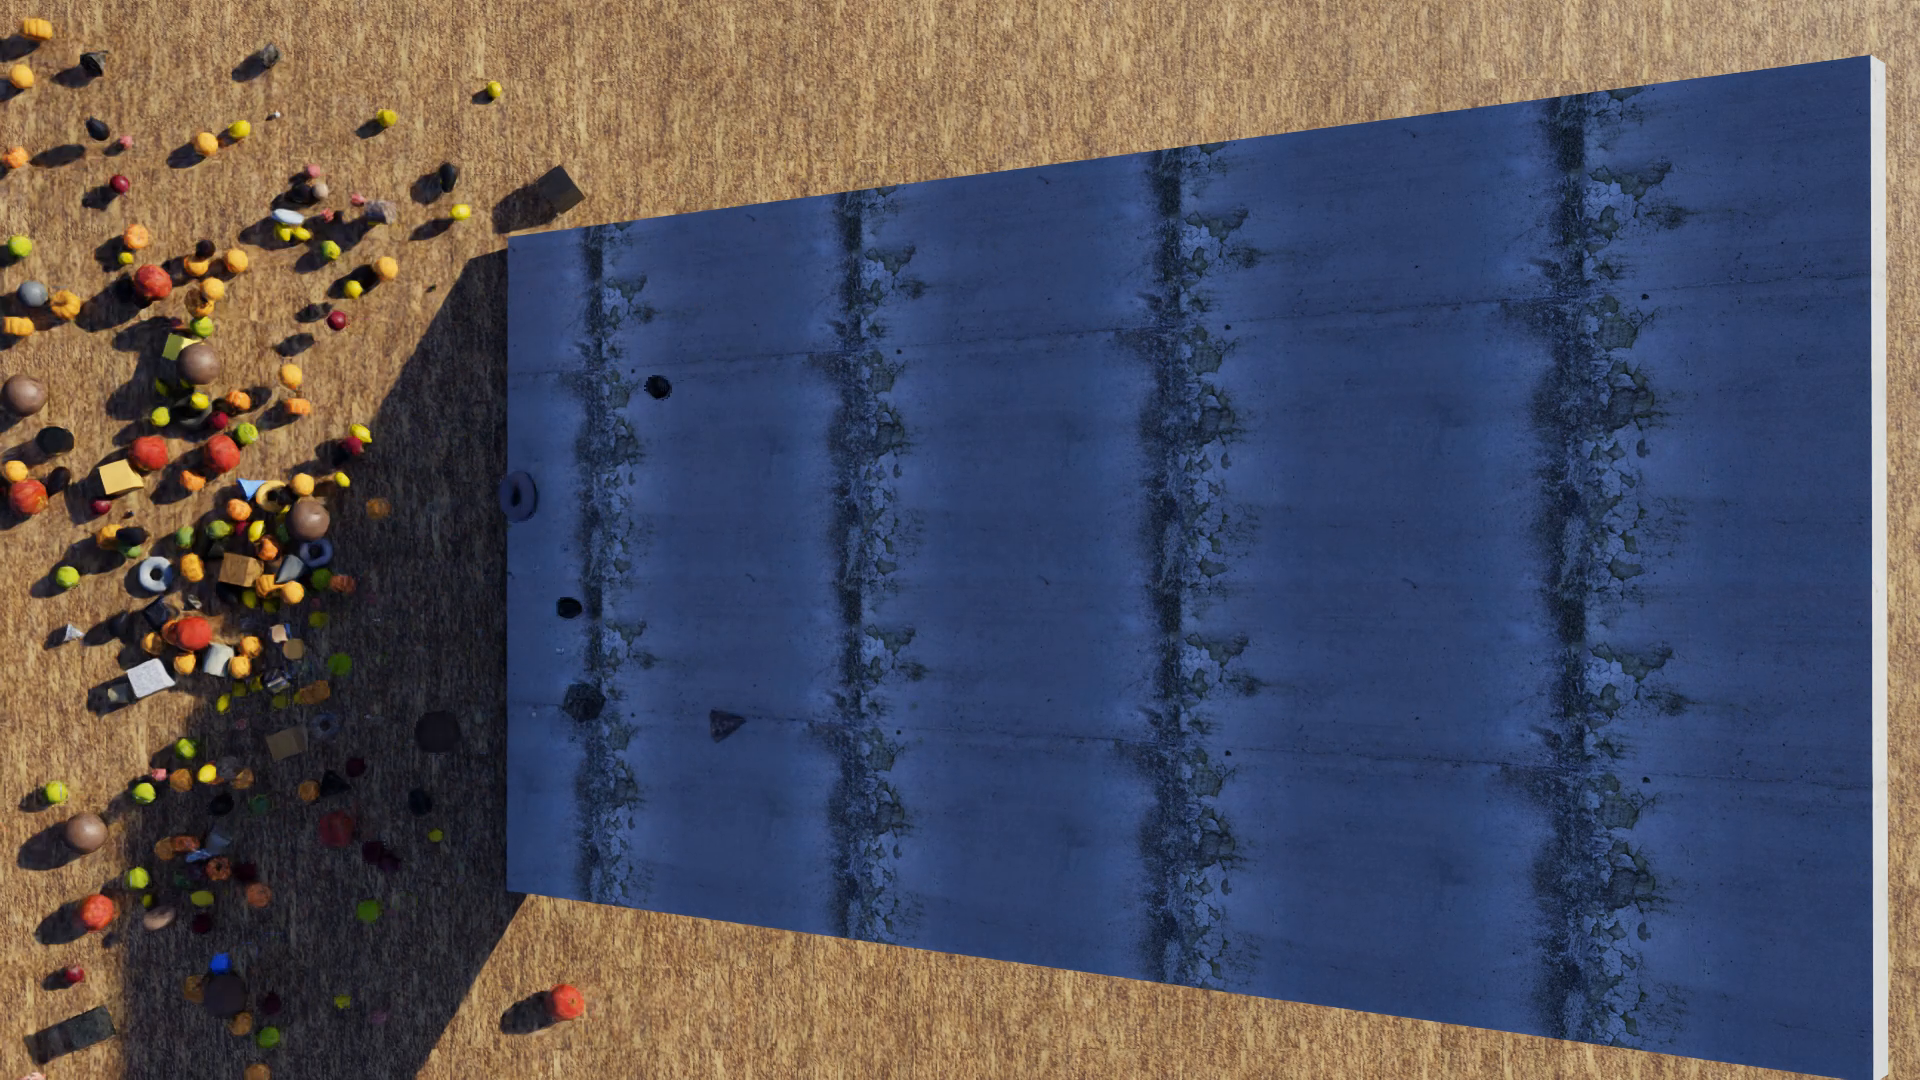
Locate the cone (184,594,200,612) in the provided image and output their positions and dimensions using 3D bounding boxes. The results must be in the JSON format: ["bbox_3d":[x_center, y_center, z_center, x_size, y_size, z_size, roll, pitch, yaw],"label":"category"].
[{"bbox_3d":[-2.366,0.203,6.744,0.053,0.053,0.053,44,114,0],"label":"cone"}]

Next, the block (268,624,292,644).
[{"bbox_3d":[-2.097,0.288,6.780,0.052,0.052,0.052,-12,90,0],"label":"block"}]

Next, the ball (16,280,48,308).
[{"bbox_3d":[-2.857,-0.756,6.771,0.086,0.086,0.086,0,90,0],"label":"ball"}]

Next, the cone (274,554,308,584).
[{"bbox_3d":[-2.070,0.108,6.742,0.093,0.093,0.093,40,46,0],"label":"cone"}]

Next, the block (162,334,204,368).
[{"bbox_3d":[-2.387,-0.583,6.759,0.077,0.077,0.077,18,90,33],"label":"block"}]

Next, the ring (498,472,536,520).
[{"bbox_3d":[-1.340,-0.134,6.664,0.150,0.050,0.150,0,90,39],"label":"ring"}]

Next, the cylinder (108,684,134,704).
[{"bbox_3d":[-2.586,0.474,6.777,0.055,0.055,0.055,-5,90,1],"label":"cylinder"}]

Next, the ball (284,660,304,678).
[{"bbox_3d":[-2.052,0.394,6.775,0.060,0.060,0.060,0,90,0],"label":"ball"}]

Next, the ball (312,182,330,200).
[{"bbox_3d":[-1.973,-1.077,6.783,0.052,0.052,0.052,0,90,0],"label":"ball"}]

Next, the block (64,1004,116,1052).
[{"bbox_3d":[-2.670,1.497,6.750,0.097,0.097,0.097,-22,90,0],"label":"block"}]

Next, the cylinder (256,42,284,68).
[{"bbox_3d":[-2.127,-1.496,6.780,0.057,0.057,0.057,-40,90,1],"label":"cylinder"}]

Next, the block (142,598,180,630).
[{"bbox_3d":[-2.461,0.226,6.771,0.071,0.071,0.071,-38,90,0],"label":"block"}]

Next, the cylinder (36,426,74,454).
[{"bbox_3d":[-2.783,-0.305,6.769,0.083,0.083,0.083,0,90,0],"label":"cylinder"}]

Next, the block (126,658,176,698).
[{"bbox_3d":[-2.486,0.424,6.759,0.093,0.093,0.093,-24,90,0],"label":"block"}]

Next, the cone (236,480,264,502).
[{"bbox_3d":[-2.180,-0.167,6.792,0.077,0.077,0.077,-26,90,-27],"label":"cone"}]

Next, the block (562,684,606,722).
[{"bbox_3d":[-1.105,0.479,6.459,0.079,0.079,0.079,34,110,33],"label":"block"}]

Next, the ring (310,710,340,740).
[{"bbox_3d":[-1.961,0.572,6.789,0.093,0.031,0.093,0,90,-1],"label":"ring"}]

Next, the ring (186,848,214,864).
[{"bbox_3d":[-2.338,0.971,6.759,0.086,0.086,0.029,-19,82,0],"label":"ring"}]

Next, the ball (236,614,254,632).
[{"bbox_3d":[-2.204,0.255,6.780,0.053,0.053,0.053,0,90,0],"label":"ball"}]

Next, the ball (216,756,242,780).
[{"bbox_3d":[-2.228,0.695,6.705,0.074,0.074,0.074,0,90,0],"label":"ball"}]

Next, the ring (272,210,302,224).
[{"bbox_3d":[-2.070,-0.995,6.770,0.094,0.094,0.031,15,105,0],"label":"ring"}]

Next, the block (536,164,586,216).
[{"bbox_3d":[-1.227,-1.077,6.757,0.093,0.093,0.093,-35,71,0],"label":"block"}]

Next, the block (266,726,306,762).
[{"bbox_3d":[-2.072,0.627,6.764,0.080,0.080,0.080,-22,90,0],"label":"block"}]

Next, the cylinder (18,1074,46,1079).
[{"bbox_3d":[-2.843,1.691,6.735,0.085,0.085,0.085,-19,61,0],"label":"cylinder"}]

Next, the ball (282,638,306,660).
[{"bbox_3d":[-2.041,0.334,6.743,0.070,0.070,0.070,0,90,0],"label":"ball"}]

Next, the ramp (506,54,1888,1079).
[{"bbox_3d":[0.225,0.064,5.542,4.000,0.100,2.000,0,90,38],"label":"ramp"}]

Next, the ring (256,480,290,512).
[{"bbox_3d":[-2.122,-0.136,6.787,0.101,0.034,0.101,1,80,-4],"label":"ring"}]

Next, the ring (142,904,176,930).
[{"bbox_3d":[-2.455,1.158,6.741,0.111,0.111,0.037,-17,111,0],"label":"ring"}]

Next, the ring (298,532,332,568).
[{"bbox_3d":[-1.991,0.034,6.789,0.112,0.037,0.112,0,90,4],"label":"ring"}]

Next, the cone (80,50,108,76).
[{"bbox_3d":[-2.658,-1.489,6.791,0.083,0.083,0.083,32,57,0],"label":"cone"}]

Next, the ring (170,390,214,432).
[{"bbox_3d":[-2.370,-0.399,6.789,0.135,0.045,0.135,0,90,0],"label":"ring"}]

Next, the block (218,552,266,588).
[{"bbox_3d":[-2.206,0.091,6.754,0.090,0.090,0.090,11,90,13],"label":"block"}]

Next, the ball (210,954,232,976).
[{"bbox_3d":[-2.275,1.308,6.768,0.062,0.062,0.062,0,90,0],"label":"ball"}]

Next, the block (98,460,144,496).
[{"bbox_3d":[-2.580,-0.193,6.766,0.087,0.087,0.087,-17,90,0],"label":"block"}]

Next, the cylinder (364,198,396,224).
[{"bbox_3d":[-1.772,-1.004,6.718,0.073,0.073,0.073,9,90,14],"label":"cylinder"}]

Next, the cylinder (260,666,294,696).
[{"bbox_3d":[-2.104,0.433,6.771,0.070,0.070,0.070,-33,90,8],"label":"cylinder"}]

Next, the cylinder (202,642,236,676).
[{"bbox_3d":[-2.278,0.368,6.762,0.086,0.086,0.086,16,89,0],"label":"cylinder"}]

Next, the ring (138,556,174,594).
[{"bbox_3d":[-2.482,0.106,6.789,0.115,0.038,0.115,0,88,1],"label":"ring"}]
